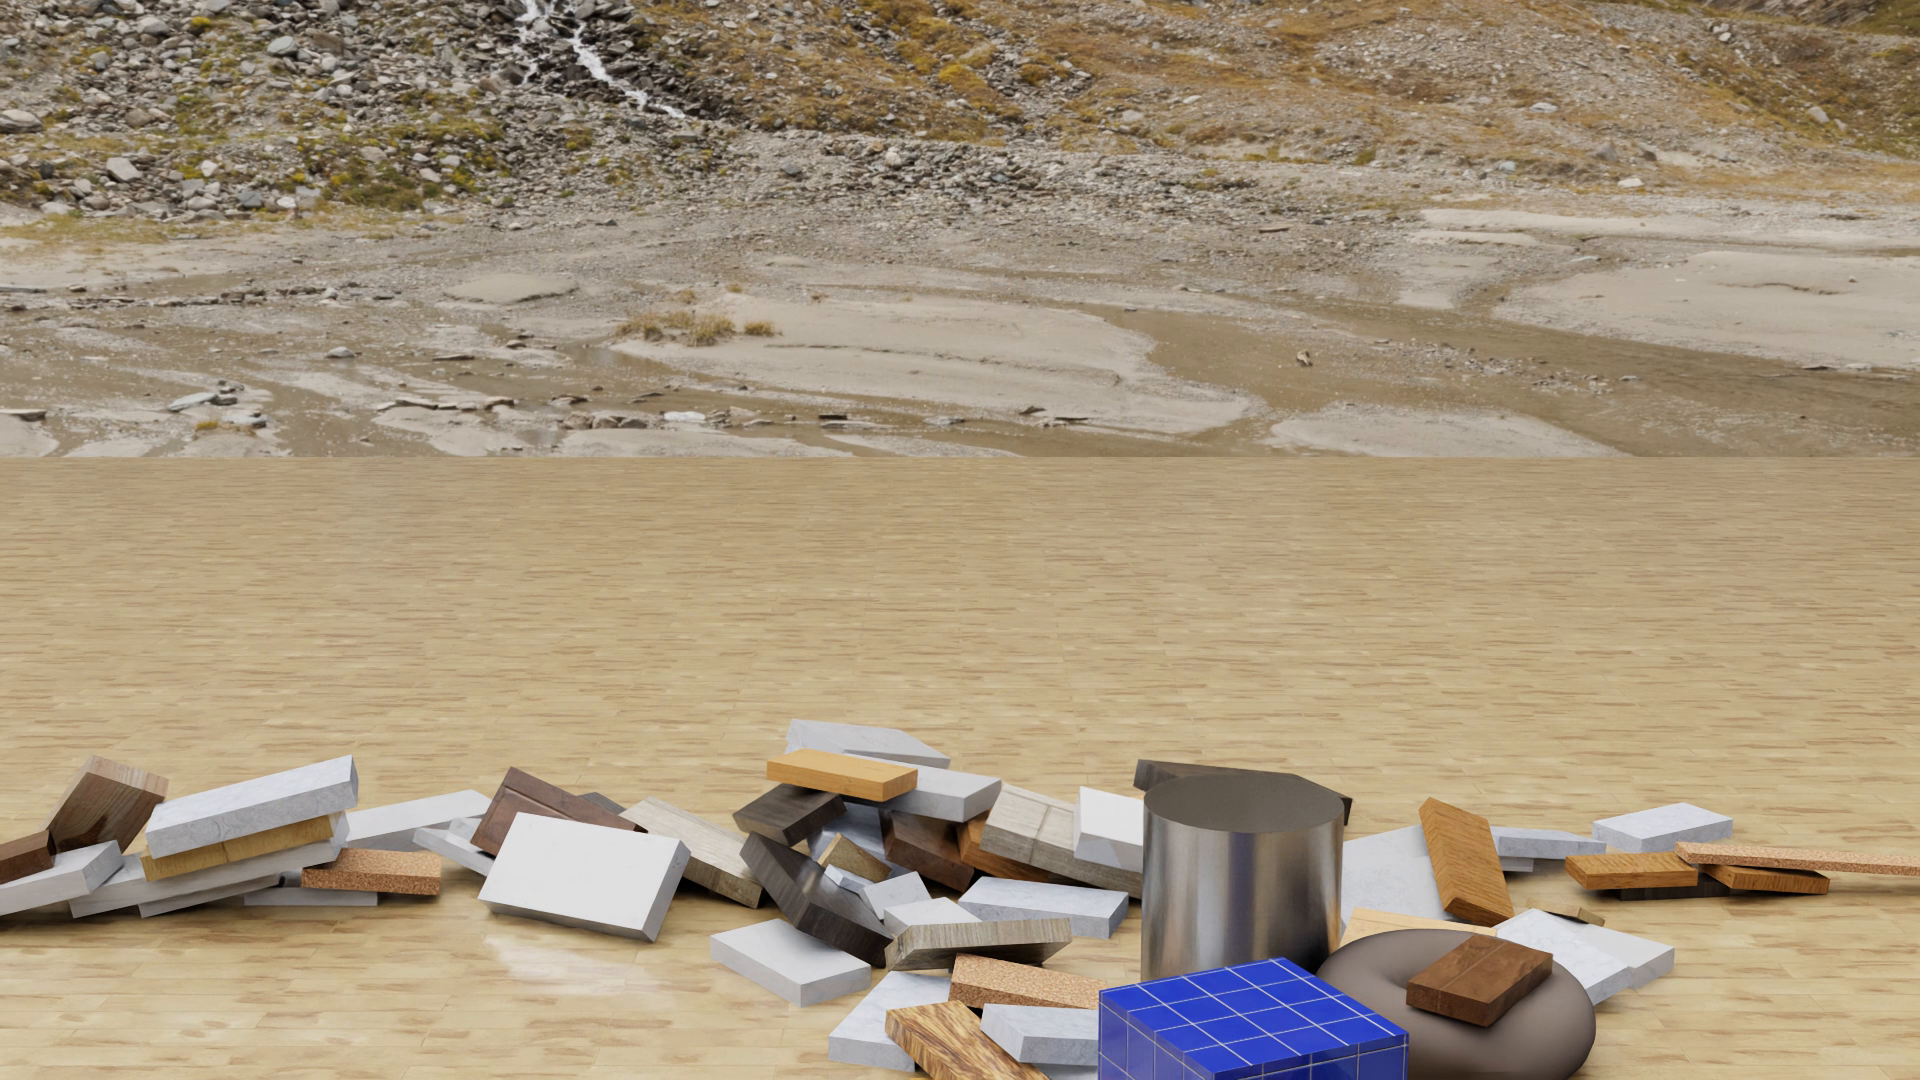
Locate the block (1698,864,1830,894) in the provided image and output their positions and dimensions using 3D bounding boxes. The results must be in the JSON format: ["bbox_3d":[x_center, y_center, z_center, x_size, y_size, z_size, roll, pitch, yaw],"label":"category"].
[{"bbox_3d":[1.344,0.558,3.679,0.189,0.027,0.095,6,10,-18],"label":"block"}]

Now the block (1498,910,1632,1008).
[{"bbox_3d":[0.880,0.627,3.265,0.112,0.032,0.224,-23,19,-15],"label":"block"}]

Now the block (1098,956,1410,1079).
[{"bbox_3d":[0.334,0.667,2.550,0.256,0.256,0.256,-5,12,-25],"label":"block"}]

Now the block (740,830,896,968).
[{"bbox_3d":[-0.229,0.564,3.480,0.160,0.045,0.365,29,0,-22],"label":"block"}]

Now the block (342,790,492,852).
[{"bbox_3d":[-0.986,0.514,3.958,0.305,0.043,0.153,-8,13,-37],"label":"block"}]

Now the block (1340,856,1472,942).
[{"bbox_3d":[0.687,0.574,3.489,0.242,0.034,0.121,-5,46,-27],"label":"block"}]

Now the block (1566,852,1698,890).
[{"bbox_3d":[1.117,0.550,3.662,0.189,0.027,0.095,-1,11,-6],"label":"block"}]

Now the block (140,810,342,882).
[{"bbox_3d":[-1.166,0.477,3.579,0.295,0.042,0.148,-13,13,-8],"label":"block"}]

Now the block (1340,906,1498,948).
[{"bbox_3d":[0.689,0.618,3.317,0.219,0.031,0.109,5,36,26],"label":"block"}]

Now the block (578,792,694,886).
[{"bbox_3d":[-0.581,0.515,3.754,0.290,0.041,0.145,23,17,34],"label":"block"}]

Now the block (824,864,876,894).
[{"bbox_3d":[-0.159,0.566,3.592,0.118,0.017,0.059,28,0,-29],"label":"block"}]

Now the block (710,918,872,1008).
[{"bbox_3d":[-0.258,0.636,3.322,0.125,0.035,0.250,-8,13,-37],"label":"block"}]

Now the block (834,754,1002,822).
[{"bbox_3d":[-0.101,0.432,3.851,0.311,0.043,0.153,7,9,25],"label":"block"}]

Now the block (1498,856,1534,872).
[{"bbox_3d":[0.873,0.540,3.745,0.187,0.027,0.094,7,0,-27],"label":"block"}]

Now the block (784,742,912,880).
[{"bbox_3d":[-0.207,0.484,3.947,0.170,0.048,0.594,20,6,-13],"label":"block"}]

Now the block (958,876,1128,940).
[{"bbox_3d":[0.135,0.593,3.555,0.250,0.035,0.125,4,11,18],"label":"block"}]

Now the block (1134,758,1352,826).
[{"bbox_3d":[0.517,0.461,4.017,0.359,0.051,0.180,8,5,-29],"label":"block"}]

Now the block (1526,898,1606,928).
[{"bbox_3d":[0.959,0.592,3.486,0.058,0.016,0.116,28,-13,-25],"label":"block"}]

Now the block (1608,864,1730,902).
[{"bbox_3d":[1.179,0.573,3.687,0.189,0.027,0.095,-1,11,-7],"label":"block"}]

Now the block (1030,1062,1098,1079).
[{"bbox_3d":[0.158,0.713,2.924,0.109,0.031,0.219,-6,12,-29],"label":"block"}]

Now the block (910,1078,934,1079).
[{"bbox_3d":[-0.036,0.735,2.833,0.073,0.021,0.146,1,11,5],"label":"block"}]

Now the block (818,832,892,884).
[{"bbox_3d":[-0.173,0.537,3.627,0.118,0.059,0.017,38,-4,-30],"label":"block"}]

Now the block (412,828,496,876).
[{"bbox_3d":[-0.832,0.533,3.736,0.179,0.025,0.090,18,-2,27],"label":"block"}]

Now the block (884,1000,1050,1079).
[{"bbox_3d":[0.008,0.685,2.915,0.112,0.032,0.265,-2,14,-28],"label":"block"}]

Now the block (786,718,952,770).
[{"bbox_3d":[-0.175,0.405,4.249,0.153,0.043,0.305,25,9,41],"label":"block"}]

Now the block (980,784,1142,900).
[{"bbox_3d":[0.216,0.511,3.681,0.340,0.048,0.170,16,19,7],"label":"block"}]

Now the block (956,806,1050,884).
[{"bbox_3d":[0.069,0.518,3.798,0.144,0.041,0.287,23,8,-7],"label":"block"}]

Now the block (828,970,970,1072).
[{"bbox_3d":[-0.081,0.677,3.105,0.125,0.035,0.250,3,11,18],"label":"block"}]

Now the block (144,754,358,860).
[{"bbox_3d":[-1.142,0.430,3.563,0.319,0.045,0.160,-14,13,-11],"label":"block"}]

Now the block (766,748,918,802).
[{"bbox_3d":[-0.202,0.401,3.767,0.232,0.033,0.116,7,10,28],"label":"block"}]

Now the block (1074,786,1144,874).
[{"bbox_3d":[0.360,0.505,3.650,0.340,0.048,0.170,13,19,-2],"label":"block"}]

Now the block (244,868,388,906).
[{"bbox_3d":[-1.066,0.575,3.664,0.219,0.031,0.109,0,11,1],"label":"block"}]

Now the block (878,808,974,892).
[{"bbox_3d":[-0.064,0.507,3.818,0.144,0.041,0.392,24,6,-8],"label":"block"}]

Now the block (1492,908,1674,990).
[{"bbox_3d":[0.956,0.626,3.379,0.242,0.034,0.121,10,15,44],"label":"block"}]

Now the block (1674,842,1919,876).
[{"bbox_3d":[1.626,0.548,3.683,0.850,0.016,0.058,4,10,-2],"label":"block"}]

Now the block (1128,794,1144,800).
[{"bbox_3d":[0.283,0.510,3.868,0.287,0.041,0.144,-4,23,-36],"label":"block"}]

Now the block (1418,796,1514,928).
[{"bbox_3d":[0.819,0.524,3.557,0.116,0.033,0.231,22,33,-15],"label":"block"}]

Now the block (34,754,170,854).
[{"bbox_3d":[-1.431,0.462,3.647,0.131,0.262,0.037,25,37,-29],"label":"block"}]

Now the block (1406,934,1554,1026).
[{"bbox_3d":[0.694,0.584,2.929,0.112,0.032,0.224,10,13,35],"label":"block"}]

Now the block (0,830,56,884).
[{"bbox_3d":[-1.592,0.537,3.527,0.262,0.037,0.131,-18,11,-18],"label":"block"}]

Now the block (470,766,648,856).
[{"bbox_3d":[-0.669,0.495,3.661,0.290,0.145,0.041,18,-16,31],"label":"block"}]

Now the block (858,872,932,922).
[{"bbox_3d":[-0.104,0.580,3.571,0.118,0.059,0.017,-10,-28,-43],"label":"block"}]

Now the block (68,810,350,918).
[{"bbox_3d":[-1.226,0.527,3.603,0.422,0.042,0.148,-12,13,-4],"label":"block"}]

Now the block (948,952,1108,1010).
[{"bbox_3d":[0.099,0.648,3.158,0.223,0.032,0.112,11,12,2],"label":"block"}]

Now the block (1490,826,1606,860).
[{"bbox_3d":[0.985,0.523,3.795,0.231,0.033,0.116,7,1,-25],"label":"block"}]

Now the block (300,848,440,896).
[{"bbox_3d":[-0.972,0.546,3.637,0.219,0.031,0.109,6,11,-14],"label":"block"}]

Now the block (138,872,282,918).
[{"bbox_3d":[-1.231,0.562,3.621,0.219,0.031,0.109,-13,13,-9],"label":"block"}]

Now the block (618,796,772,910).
[{"bbox_3d":[-0.434,0.522,3.694,0.290,0.041,0.145,21,16,15],"label":"block"}]

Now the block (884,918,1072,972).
[{"bbox_3d":[0.027,0.602,3.270,0.250,0.035,0.125,1,-26,-22],"label":"block"}]

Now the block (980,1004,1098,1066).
[{"bbox_3d":[0.167,0.667,2.953,0.250,0.035,0.125,9,5,-25],"label":"block"}]

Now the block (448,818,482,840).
[{"bbox_3d":[-0.786,0.523,3.800,0.179,0.025,0.090,18,0,28],"label":"block"}]

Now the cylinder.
[{"bbox_3d":[0.413,0.524,3.229,0.291,0.291,0.291,0,11,0],"label":"cylinder"}]

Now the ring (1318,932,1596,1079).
[{"bbox_3d":[0.674,0.646,3.019,0.386,0.129,0.386,1,12,0],"label":"ring"}]

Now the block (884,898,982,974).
[{"bbox_3d":[-0.021,0.616,3.441,0.112,0.032,0.223,-6,12,-27],"label":"block"}]

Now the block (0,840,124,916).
[{"bbox_3d":[-1.517,0.558,3.533,0.295,0.042,0.148,-14,10,2],"label":"block"}]

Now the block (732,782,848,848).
[{"bbox_3d":[-0.293,0.466,3.756,0.116,0.033,0.232,-31,13,-24],"label":"block"}]

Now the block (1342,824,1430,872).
[{"bbox_3d":[0.712,0.539,3.599,0.242,0.034,0.121,-9,54,-20],"label":"block"}]

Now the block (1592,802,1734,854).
[{"bbox_3d":[1.264,0.520,3.957,0.231,0.033,0.116,-6,12,-30],"label":"block"}]

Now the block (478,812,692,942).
[{"bbox_3d":[-0.605,0.540,3.538,0.320,0.160,0.045,5,-33,26],"label":"block"}]
